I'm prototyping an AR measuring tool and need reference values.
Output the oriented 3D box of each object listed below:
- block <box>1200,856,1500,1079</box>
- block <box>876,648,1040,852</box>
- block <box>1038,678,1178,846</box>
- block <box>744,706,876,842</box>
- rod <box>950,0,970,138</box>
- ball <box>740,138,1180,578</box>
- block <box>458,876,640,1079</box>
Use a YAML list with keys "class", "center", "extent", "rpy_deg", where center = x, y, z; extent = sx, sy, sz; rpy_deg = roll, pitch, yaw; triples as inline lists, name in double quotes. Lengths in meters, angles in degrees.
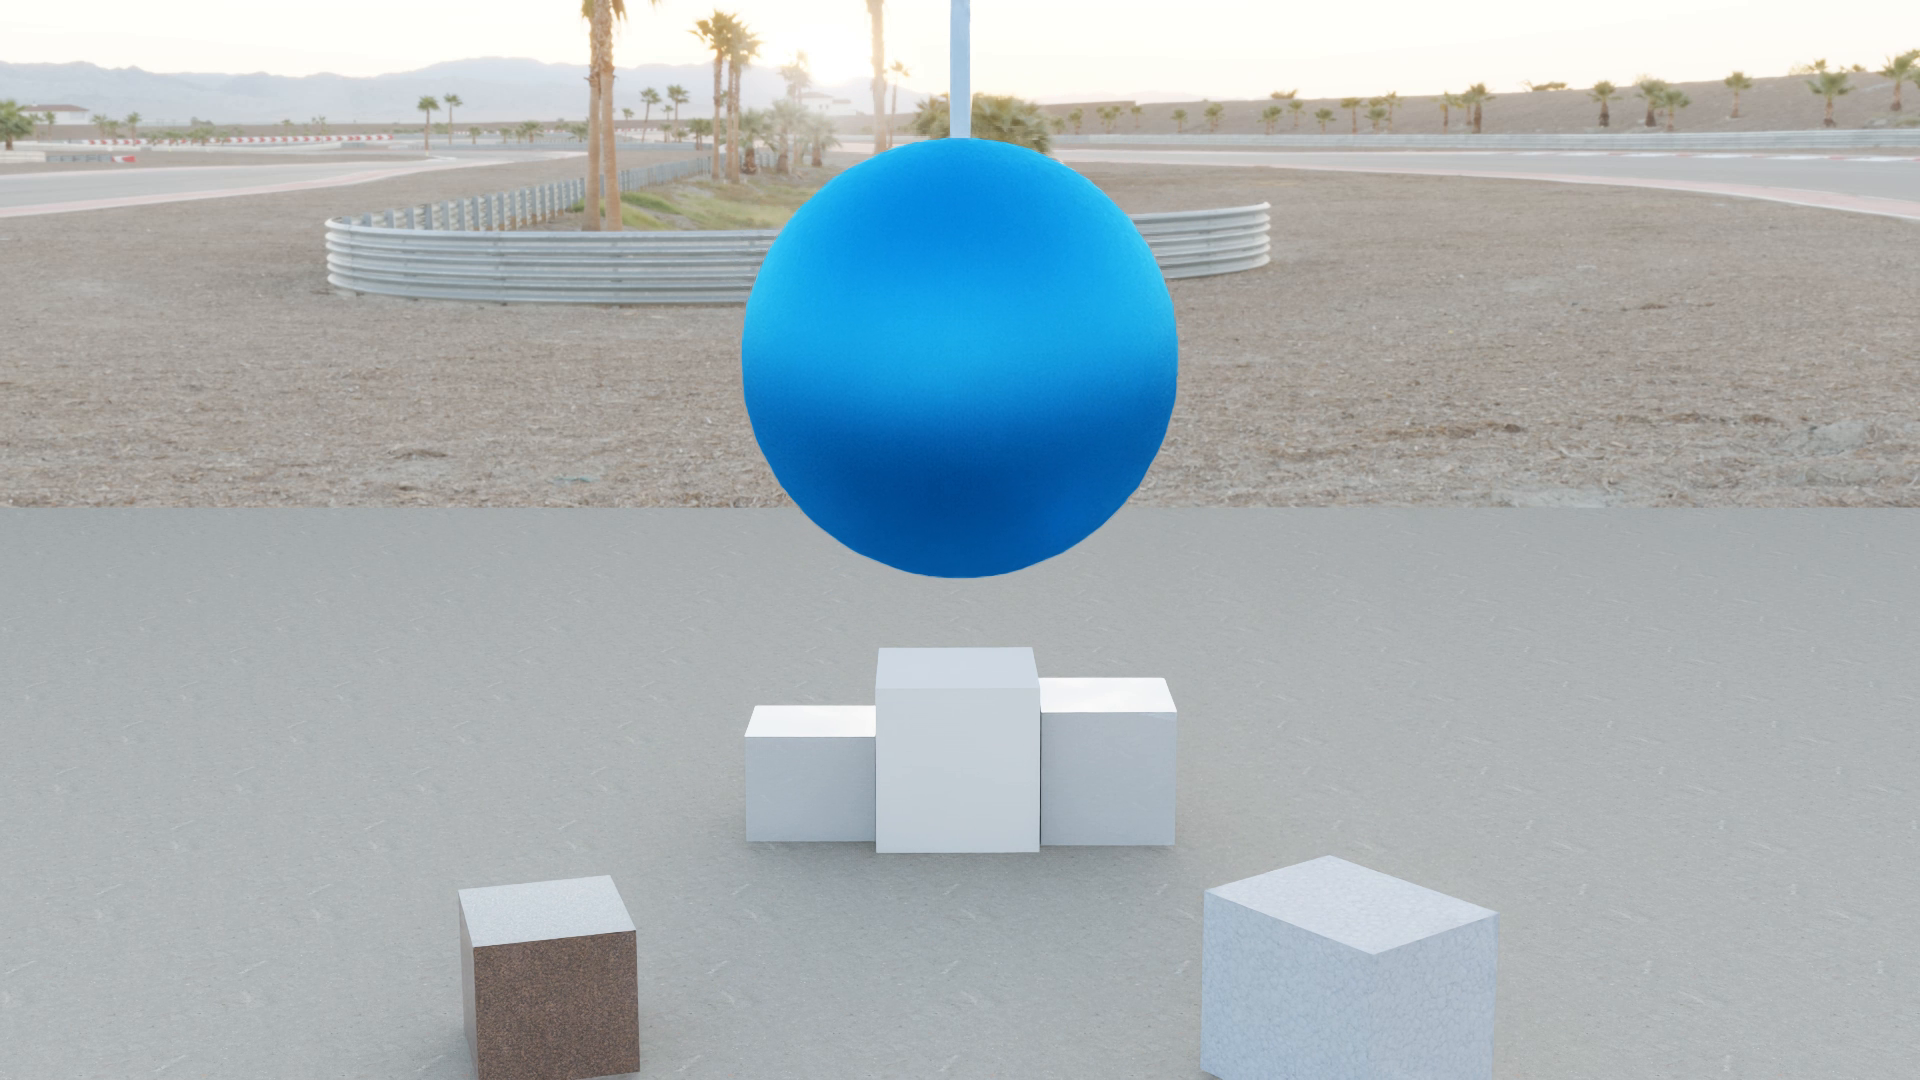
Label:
- class: "block"
  center: [1.449, 1.696, 8.241]
  extent: [0.685, 0.714, 0.840]
  rpy_deg: [-8, 13, -37]
- class: "block"
  center: [-0.017, 1.066, 11.341]
  extent: [0.814, 0.844, 0.883]
  rpy_deg: [0, 10, -1]
- class: "block"
  center: [0.745, 1.136, 11.379]
  extent: [0.676, 0.693, 0.705]
  rpy_deg: [0, 10, 0]
- class: "block"
  center: [-0.756, 1.204, 11.405]
  extent: [0.655, 0.550, 0.601]
  rpy_deg: [0, 10, 0]
- class: "rod"
  center: [0.000, -3.869, 9.172]
  extent: [0.080, 5.200, 0.080]
  rpy_deg: [0, -19, 0]
- class: "ball"
  center: [0.000, -0.660, 8.049]
  extent: [1.600, 1.600, 1.600]
  rpy_deg: [0, 10, 0]
- class: "block"
  center: [-1.609, 1.711, 8.569]
  extent: [0.603, 0.568, 0.660]
  rpy_deg: [-3, 11, -17]
